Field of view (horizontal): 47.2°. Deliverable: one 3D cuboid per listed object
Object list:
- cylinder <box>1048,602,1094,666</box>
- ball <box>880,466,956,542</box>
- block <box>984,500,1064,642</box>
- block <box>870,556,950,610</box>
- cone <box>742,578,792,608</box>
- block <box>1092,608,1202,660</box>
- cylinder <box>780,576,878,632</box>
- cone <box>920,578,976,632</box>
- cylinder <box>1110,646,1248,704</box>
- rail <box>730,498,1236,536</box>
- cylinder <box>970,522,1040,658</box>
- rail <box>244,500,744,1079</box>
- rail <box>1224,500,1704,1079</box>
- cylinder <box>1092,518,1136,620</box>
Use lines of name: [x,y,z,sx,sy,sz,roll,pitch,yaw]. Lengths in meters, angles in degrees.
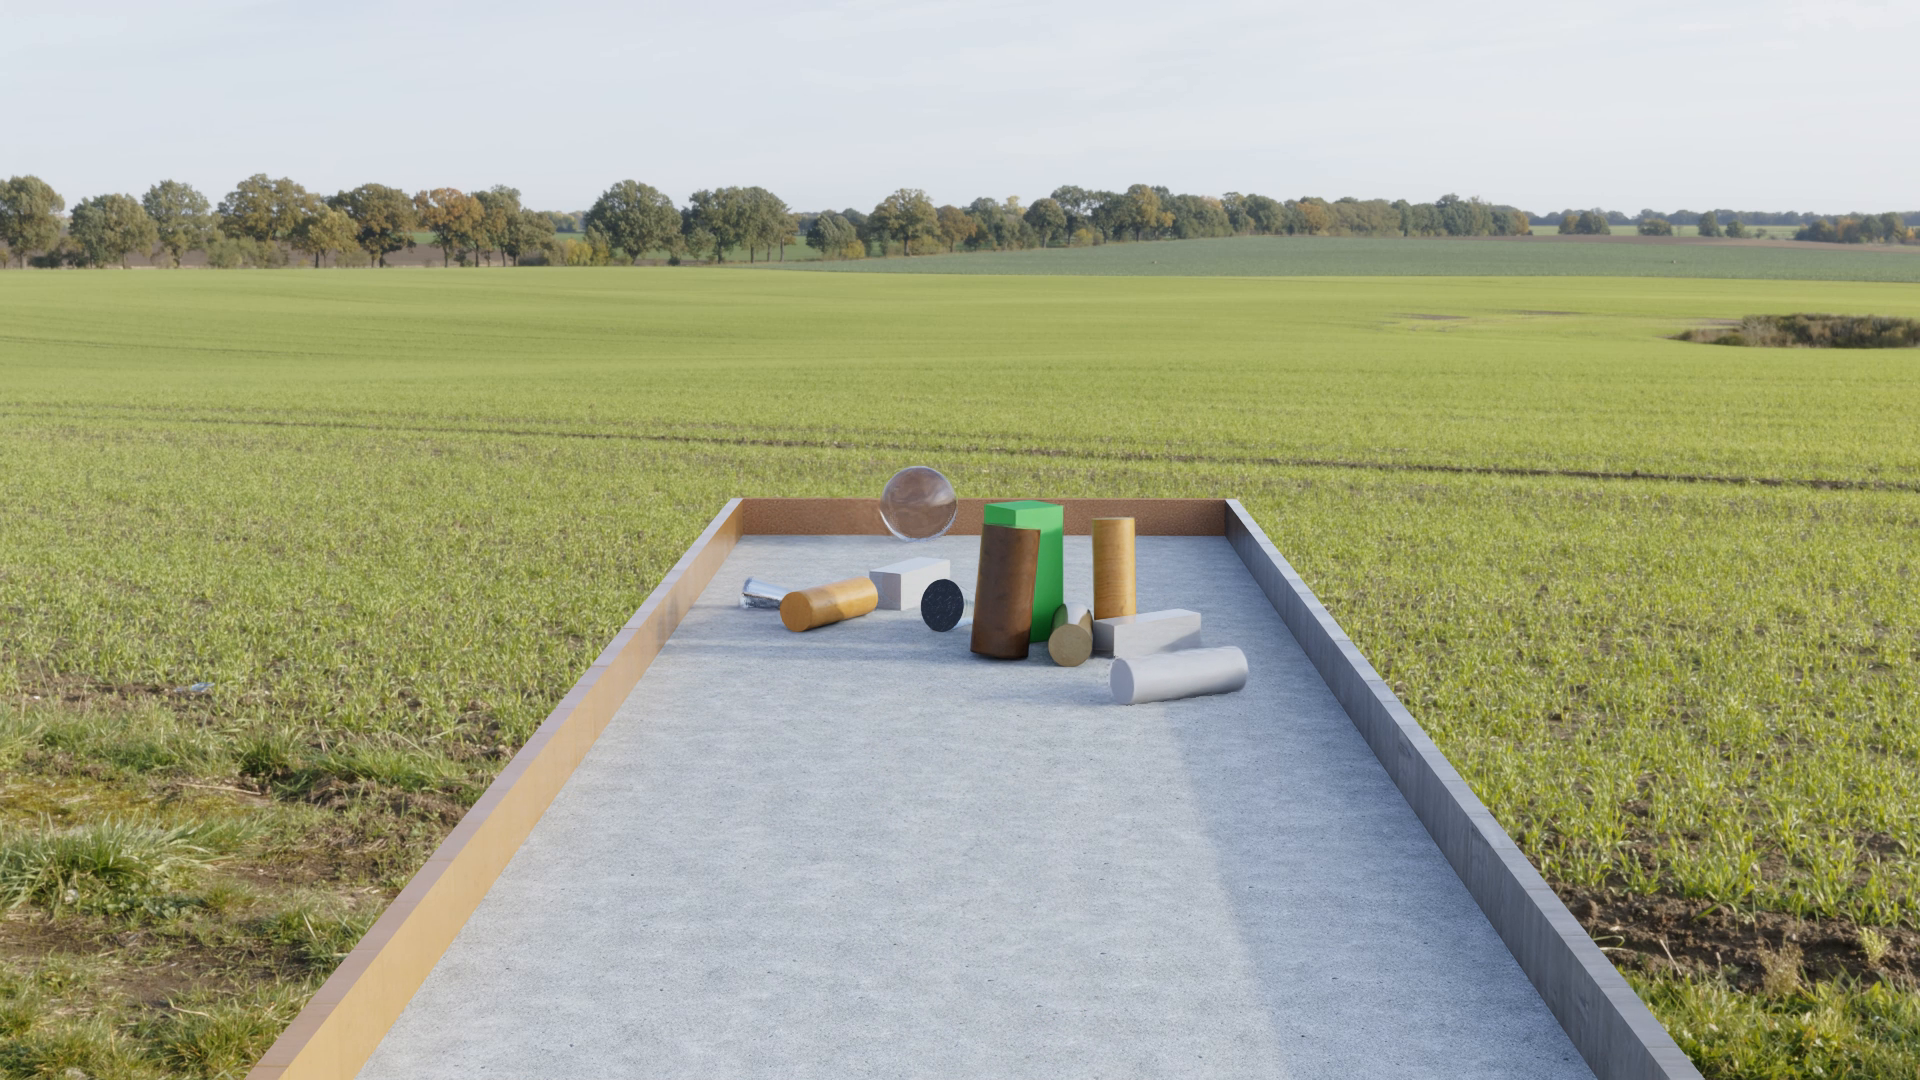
cylinder: [0.343,0.288,6.773,0.131,0.131,0.368,1,9,4]
ball: [-0.169,-0.146,8.933,0.311,0.311,0.311,0,9,0]
block: [0.204,0.100,7.003,0.179,0.427,0.179,-6,10,-32]
block: [-0.173,0.150,7.653,0.128,0.128,0.333,5,10,29]
cone: [-0.530,0.214,7.499,0.421,0.102,0.102,9,11,13]
block: [0.582,0.291,6.838,0.347,0.105,0.105,-6,11,-34]
cylinder: [-0.431,0.210,7.269,0.131,0.131,0.361,6,11,34]
cone: [0.052,0.230,7.289,0.173,0.173,0.384,6,-2,35]
cylinder: [0.618,0.380,6.196,0.378,0.130,0.130,-5,10,-27]
rail: [0.099,-0.098,9.147,2.100,0.150,0.050,0,9,1]
cylinder: [0.139,0.152,6.726,0.180,0.393,0.180,6,4,0]
rail: [-1.004,0.839,3.234,0.050,0.150,12.000,0,9,1]
rail: [1.046,0.843,3.208,0.050,0.150,12.000,0,9,1]
cylinder: [0.486,0.127,6.927,0.135,0.390,0.135,-2,4,0]
